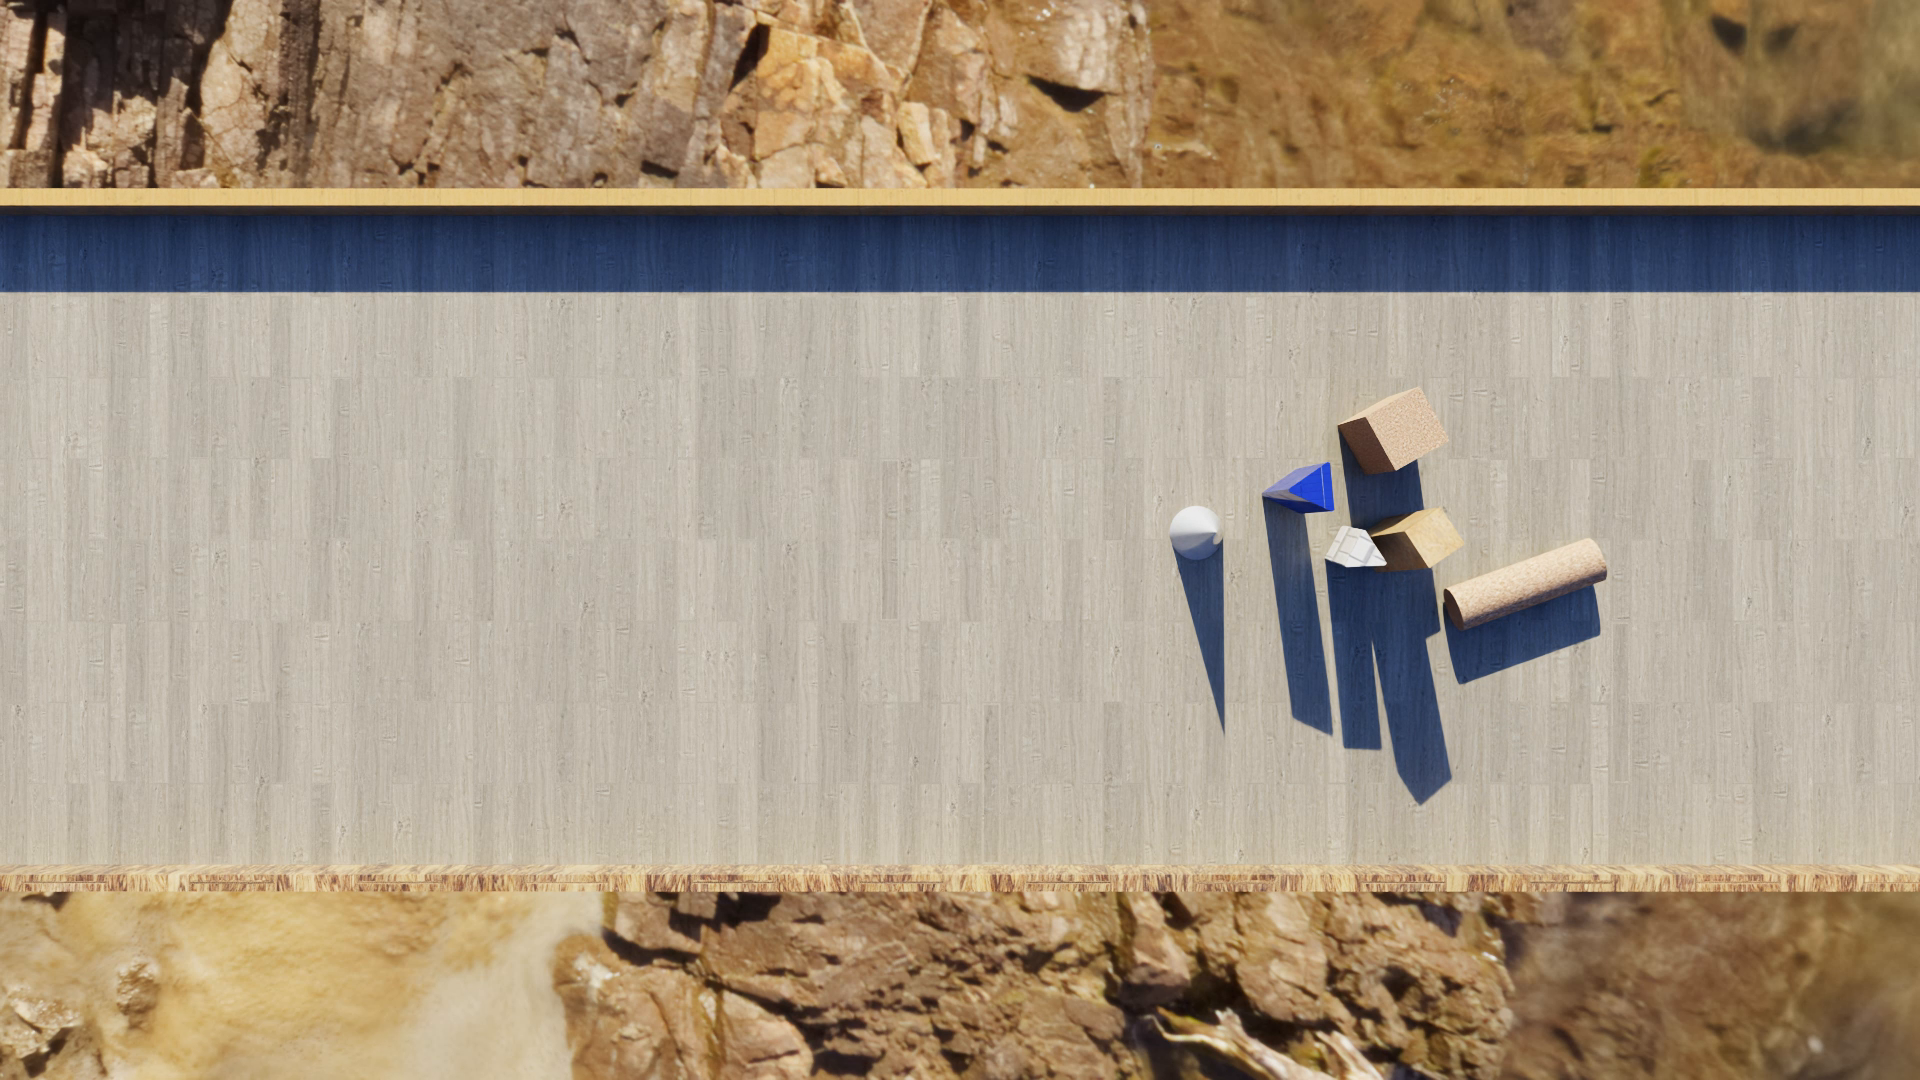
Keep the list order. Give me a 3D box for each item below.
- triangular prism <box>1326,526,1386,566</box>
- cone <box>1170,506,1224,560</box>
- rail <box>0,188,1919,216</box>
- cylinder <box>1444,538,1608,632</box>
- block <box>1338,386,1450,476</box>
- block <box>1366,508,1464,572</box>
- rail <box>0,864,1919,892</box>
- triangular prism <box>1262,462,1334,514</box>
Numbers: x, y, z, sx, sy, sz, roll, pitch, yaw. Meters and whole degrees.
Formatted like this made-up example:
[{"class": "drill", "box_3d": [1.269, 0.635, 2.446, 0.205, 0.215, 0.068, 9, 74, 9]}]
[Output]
[{"class": "triangular prism", "box_3d": [1.169, 0.014, 4.894, 0.116, 0.356, 0.100, -3, 92, 4]}, {"class": "cone", "box_3d": [0.728, -0.022, 4.877, 0.165, 0.399, 0.165, 0, 90, 0]}, {"class": "rail", "box_3d": [-2.247, -1.025, 5.002, 12.000, 0.150, 0.050, 0, 90, 0]}, {"class": "cylinder", "box_3d": [1.714, 0.135, 5.008, 0.458, 0.137, 0.137, -20, 90, 0]}, {"class": "block", "box_3d": [1.282, -0.319, 4.899, 0.177, 0.354, 0.177, -29, 90, 0]}, {"class": "block", "box_3d": [1.312, 0.004, 4.844, 0.124, 0.456, 0.124, -33, 90, -5]}, {"class": "rail", "box_3d": [-2.247, 1.025, 5.001, 12.000, 0.150, 0.050, 0, 90, 0]}, {"class": "triangular prism", "box_3d": [1.015, -0.165, 4.862, 0.137, 0.430, 0.119, 25, 90, 0]}]
